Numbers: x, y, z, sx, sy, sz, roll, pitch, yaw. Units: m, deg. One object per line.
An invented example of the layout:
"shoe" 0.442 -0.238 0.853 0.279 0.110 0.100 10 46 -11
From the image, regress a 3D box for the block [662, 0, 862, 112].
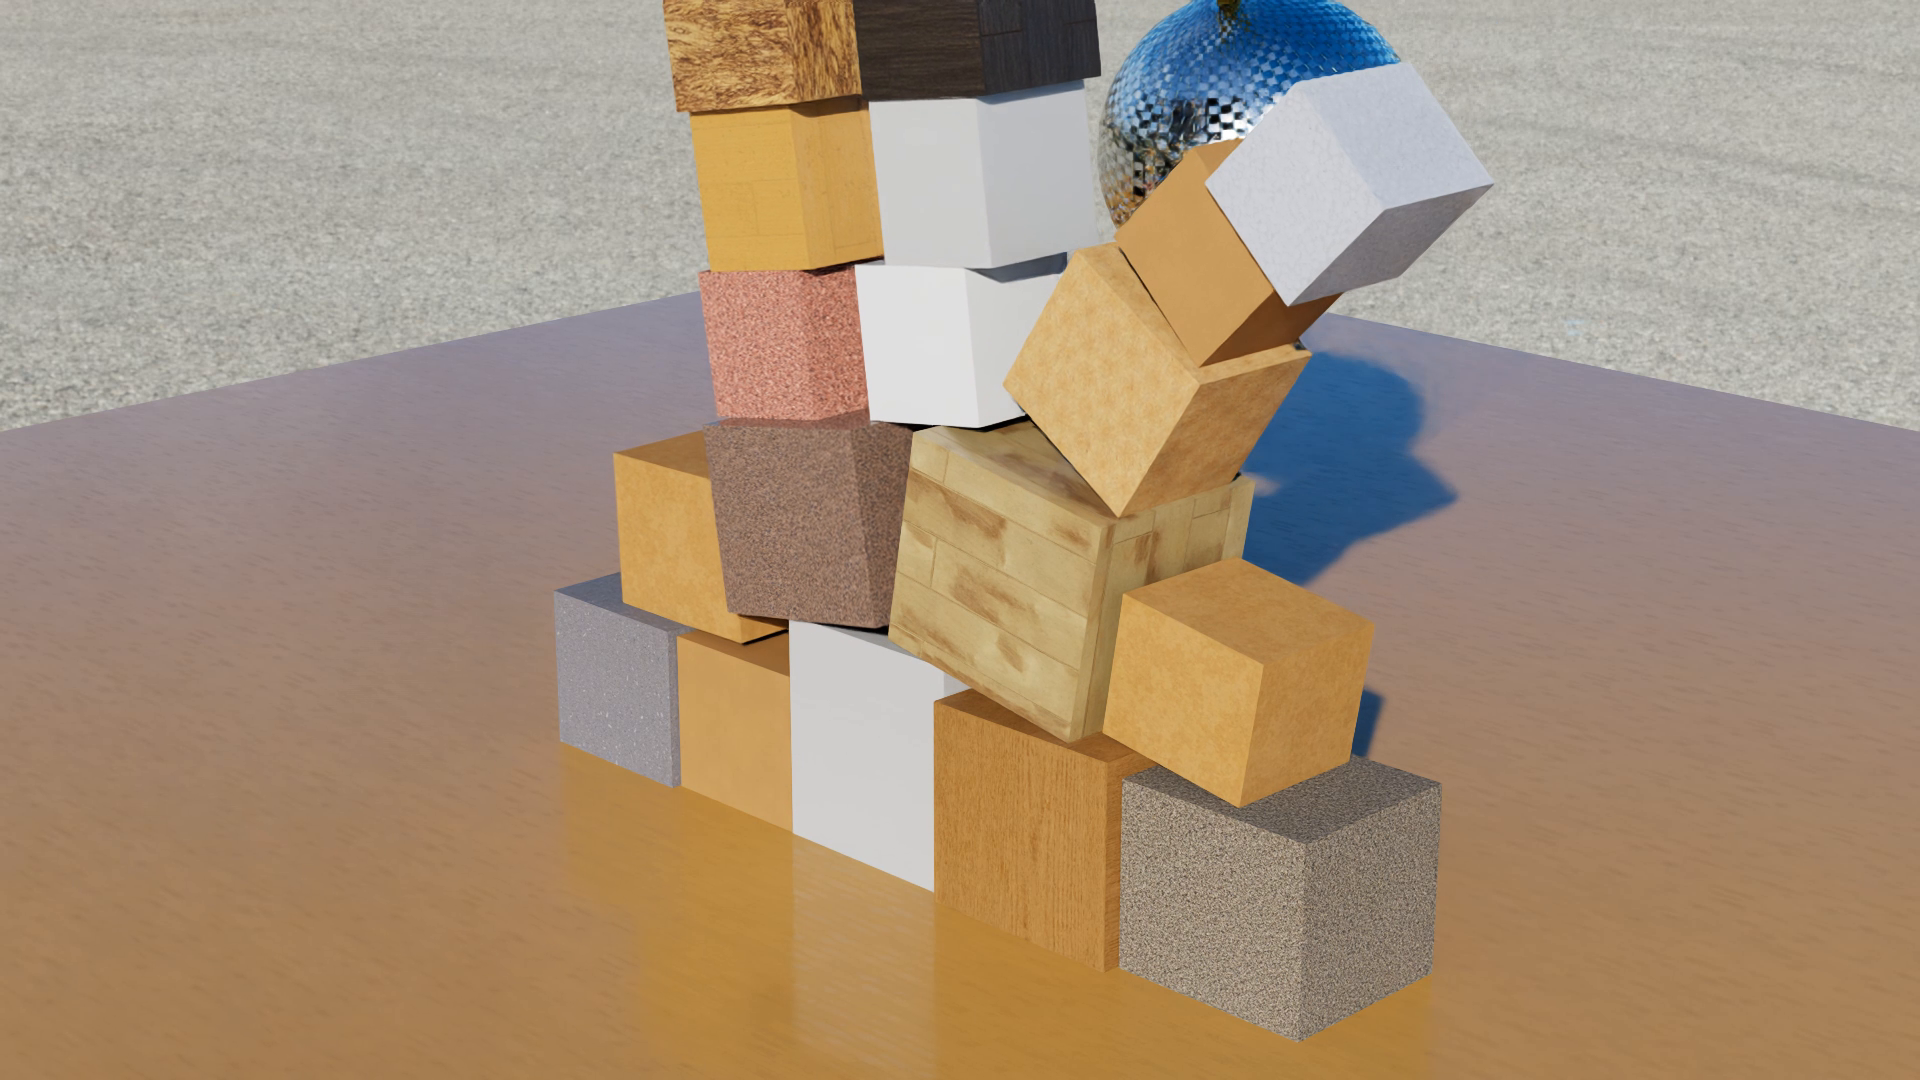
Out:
"block" -0.775 -2.430 13.370 0.774 0.827 0.879 -16 14 -40

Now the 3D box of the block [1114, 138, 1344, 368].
"block" 1.145 -1.177 11.793 0.601 0.659 0.587 -17 -21 -42

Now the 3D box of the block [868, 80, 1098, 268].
"block" 0.104 -1.598 12.735 0.667 0.726 0.655 -17 17 -42

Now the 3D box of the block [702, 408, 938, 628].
"block" -0.406 -0.184 13.712 1.073 0.900 1.035 -17 14 -42

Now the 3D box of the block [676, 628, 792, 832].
"block" -0.753 0.827 14.405 0.944 0.784 0.818 -17 24 -42

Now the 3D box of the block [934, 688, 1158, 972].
"block" 0.620 1.165 13.037 1.050 0.960 1.032 -17 24 -42

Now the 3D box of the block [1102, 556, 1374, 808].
"block" 1.165 0.581 12.311 0.724 0.656 0.767 -17 33 -42

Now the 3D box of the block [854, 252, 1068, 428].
"block" 0.035 -0.920 13.019 0.664 0.698 0.665 6 16 43

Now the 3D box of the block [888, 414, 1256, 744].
"block" 0.477 0.093 12.872 0.986 1.006 1.121 -17 34 -42

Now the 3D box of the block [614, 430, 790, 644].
"block" -1.088 -0.057 14.485 0.807 0.784 0.906 -18 23 -42

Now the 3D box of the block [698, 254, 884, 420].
"block" -0.704 -0.969 13.754 0.663 0.687 0.717 -16 14 -41

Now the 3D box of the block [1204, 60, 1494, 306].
"block" 1.503 -1.380 11.332 0.706 0.602 0.620 -18 -20 -43

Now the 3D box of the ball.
"ball" 1.467 -1.893 14.284 1.600 1.600 1.600 0 17 0

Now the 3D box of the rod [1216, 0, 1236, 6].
"rod" 0.636 -4.688 12.535 0.080 5.200 0.080 17 44 42

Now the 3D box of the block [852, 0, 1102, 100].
"block" 0.061 -2.279 12.553 0.739 0.684 0.723 6 17 45

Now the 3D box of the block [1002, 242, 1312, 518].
"block" 0.817 -0.712 12.268 0.712 0.769 0.811 -17 57 -42

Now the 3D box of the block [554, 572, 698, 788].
"block" -1.388 0.634 14.968 0.985 0.815 0.900 -17 24 -42

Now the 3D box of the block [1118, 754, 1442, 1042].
"block" 1.344 1.421 12.373 0.905 0.869 0.977 -17 24 -42

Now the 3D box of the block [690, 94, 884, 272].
"block" -0.720 -1.668 13.574 0.676 0.747 0.716 -16 14 -41

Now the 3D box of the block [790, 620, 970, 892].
"block" -0.090 0.875 13.735 0.967 1.095 1.020 -17 24 -42
